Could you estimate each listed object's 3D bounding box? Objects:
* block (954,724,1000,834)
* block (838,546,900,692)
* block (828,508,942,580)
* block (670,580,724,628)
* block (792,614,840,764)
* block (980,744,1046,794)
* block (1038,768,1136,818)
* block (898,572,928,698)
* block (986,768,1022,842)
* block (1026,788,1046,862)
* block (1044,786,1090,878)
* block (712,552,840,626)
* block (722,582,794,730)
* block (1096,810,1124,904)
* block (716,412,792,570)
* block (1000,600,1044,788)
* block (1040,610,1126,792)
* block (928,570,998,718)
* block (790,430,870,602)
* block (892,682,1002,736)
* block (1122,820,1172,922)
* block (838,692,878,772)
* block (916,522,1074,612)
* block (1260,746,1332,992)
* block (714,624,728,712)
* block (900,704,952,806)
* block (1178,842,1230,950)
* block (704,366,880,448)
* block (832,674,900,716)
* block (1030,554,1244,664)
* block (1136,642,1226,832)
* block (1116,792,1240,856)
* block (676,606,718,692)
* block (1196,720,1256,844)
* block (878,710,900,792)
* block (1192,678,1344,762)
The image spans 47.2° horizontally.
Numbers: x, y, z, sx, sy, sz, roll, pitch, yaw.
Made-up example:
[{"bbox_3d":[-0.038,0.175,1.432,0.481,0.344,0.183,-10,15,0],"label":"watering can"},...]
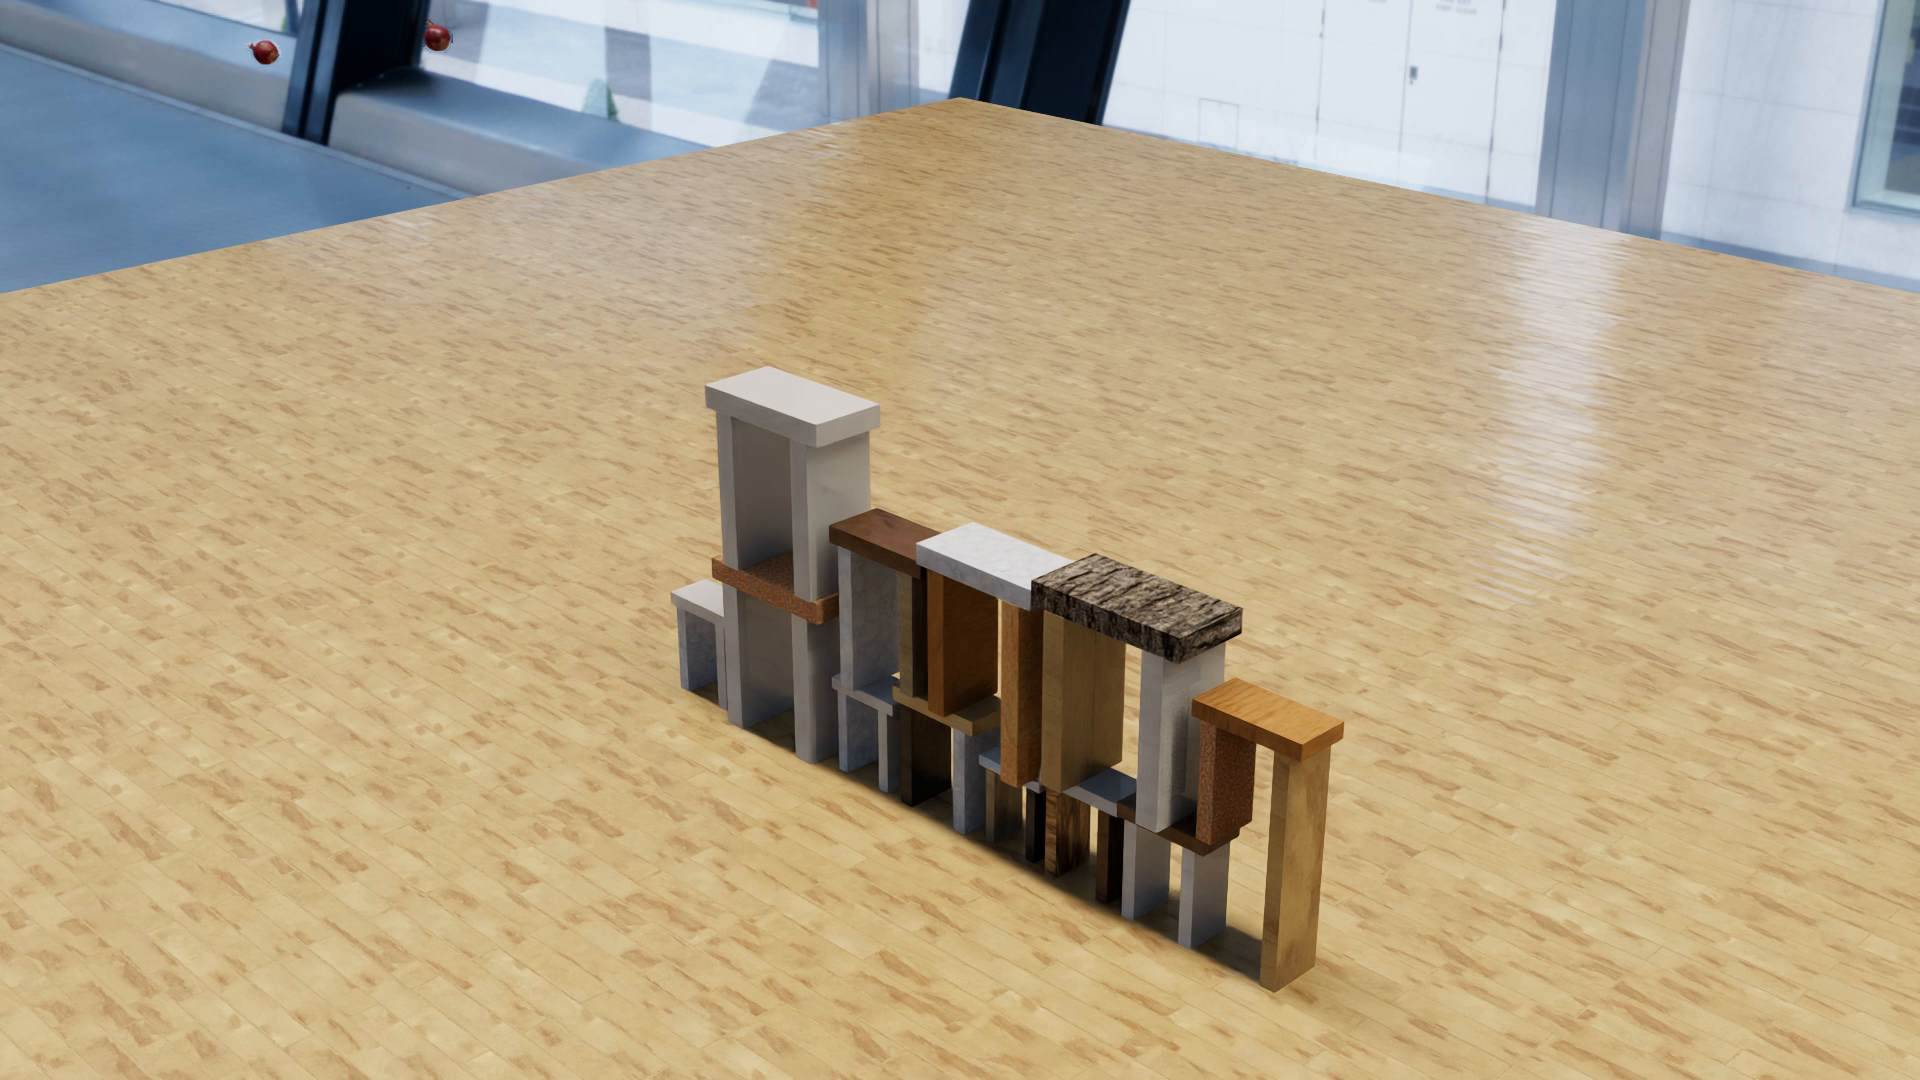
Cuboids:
[{"bbox_3d":[0.038,0.462,4.382,0.032,0.227,0.113,21,31,41],"label":"block"},{"bbox_3d":[-0.184,0.143,4.487,0.037,0.313,0.132,21,31,41],"label":"block"},{"bbox_3d":[-0.122,0.006,4.361,0.132,0.037,0.264,-21,31,-41],"label":"block"},{"bbox_3d":[-0.538,0.143,4.869,0.203,0.029,0.101,21,31,41],"label":"block"},{"bbox_3d":[-0.272,0.290,4.647,0.048,0.337,0.168,21,31,41],"label":"block"},{"bbox_3d":[0.123,0.441,4.277,0.081,0.023,0.162,-21,31,-40],"label":"block"},{"bbox_3d":[0.254,0.459,4.142,0.196,0.028,0.098,21,31,40],"label":"block"},{"bbox_3d":[-0.060,0.169,4.362,0.037,0.264,0.132,21,31,41],"label":"block"},{"bbox_3d":[0.088,0.510,4.350,0.023,0.162,0.081,21,31,41],"label":"block"},{"bbox_3d":[0.164,0.540,4.280,0.081,0.162,0.023,-21,31,-40],"label":"block"},{"bbox_3d":[0.208,0.543,4.229,0.028,0.196,0.098,21,31,41],"label":"block"},{"bbox_3d":[-0.352,0.082,4.645,0.337,0.048,0.168,21,31,41],"label":"block"},{"bbox_3d":[-0.431,0.228,4.793,0.048,0.337,0.168,21,31,41],"label":"block"},{"bbox_3d":[0.301,0.579,4.144,0.028,0.196,0.098,21,31,41],"label":"block"},{"bbox_3d":[-0.424,-0.124,4.629,0.049,0.344,0.172,21,31,41],"label":"block"},{"bbox_3d":[0.146,0.270,4.166,0.152,0.378,0.043,-22,31,-40],"label":"block"},{"bbox_3d":[0.230,0.275,4.082,0.174,0.358,0.049,-21,31,-40],"label":"block"},{"bbox_3d":[0.006,0.179,4.286,0.043,0.304,0.152,21,31,40],"label":"block"},{"bbox_3d":[-0.262,-0.061,4.481,0.049,0.344,0.172,21,31,40],"label":"block"},{"bbox_3d":[-0.016,0.322,4.381,0.227,0.032,0.113,21,31,41],"label":"block"},{"bbox_3d":[0.348,0.596,4.093,0.103,0.205,0.029,-21,31,-41],"label":"block"},{"bbox_3d":[-0.212,0.387,4.613,0.026,0.184,0.092,21,31,41],"label":"block"},{"bbox_3d":[0.076,0.048,4.152,0.152,0.043,0.304,-21,31,-40],"label":"block"},{"bbox_3d":[0.584,0.561,3.835,0.034,0.471,0.118,21,31,41],"label":"block"},{"bbox_3d":[-0.490,0.268,4.871,0.029,0.203,0.101,21,31,41],"label":"block"},{"bbox_3d":[-0.069,0.420,4.481,0.032,0.227,0.113,21,31,41],"label":"block"},{"bbox_3d":[0.445,0.634,4.004,0.029,0.205,0.103,21,31,41],"label":"block"},{"bbox_3d":[-0.343,-0.274,4.479,0.344,0.049,0.172,21,31,40],"label":"block"},{"bbox_3d":[-0.169,0.308,4.532,0.184,0.026,0.092,21,31,41],"label":"block"},{"bbox_3d":[0.313,0.119,3.929,0.347,0.049,0.174,21,31,41],"label":"block"},{"bbox_3d":[0.395,0.333,3.931,0.174,0.347,0.049,-21,31,-41],"label":"block"},{"bbox_3d":[0.396,0.507,4.002,0.205,0.029,0.103,21,31,41],"label":"block"},{"bbox_3d":[-0.585,0.230,4.958,0.029,0.203,0.101,21,31,41],"label":"block"},{"bbox_3d":[0.473,0.410,3.892,0.118,0.237,0.034,-21,31,-40],"label":"block"},{"bbox_3d":[-0.125,0.421,4.533,0.026,0.184,0.092,21,31,41],"label":"block"},{"bbox_3d":[0.529,0.307,3.787,0.118,0.034,0.237,-21,31,-40],"label":"block"}]
